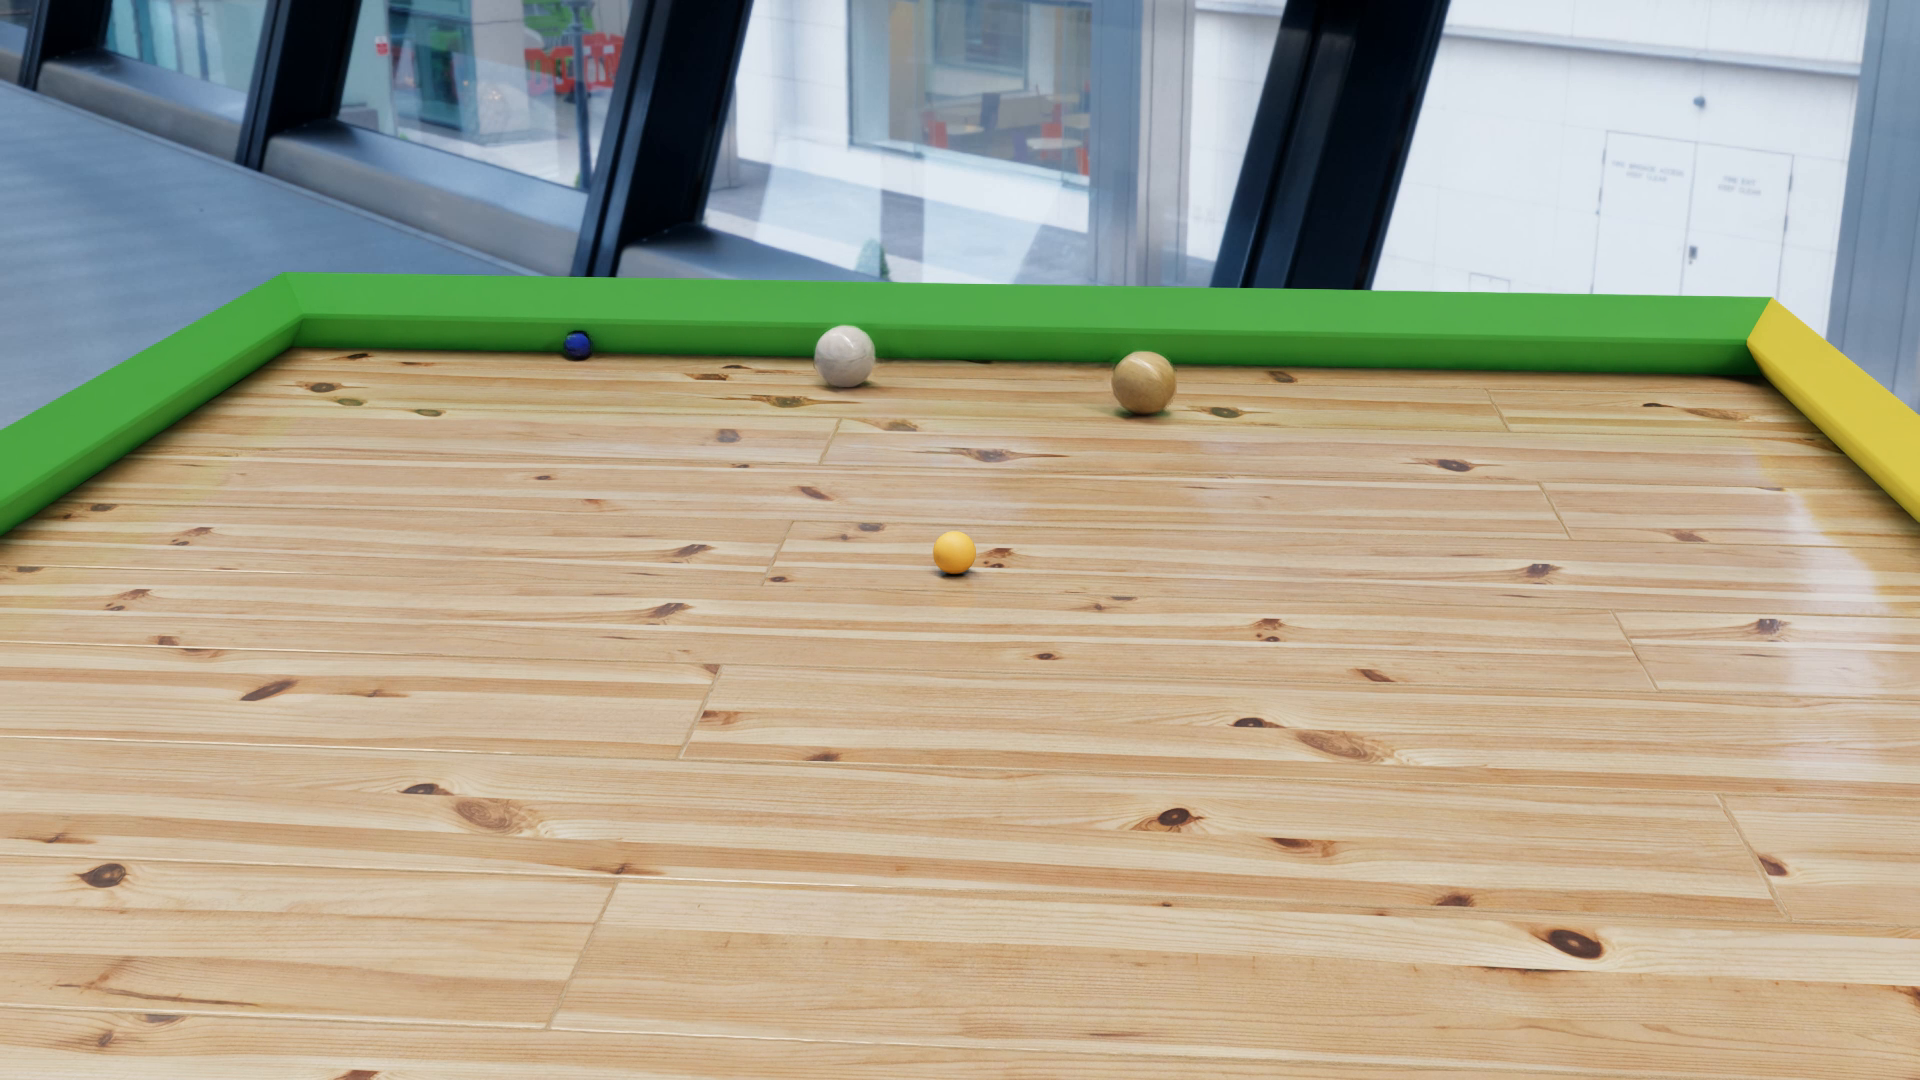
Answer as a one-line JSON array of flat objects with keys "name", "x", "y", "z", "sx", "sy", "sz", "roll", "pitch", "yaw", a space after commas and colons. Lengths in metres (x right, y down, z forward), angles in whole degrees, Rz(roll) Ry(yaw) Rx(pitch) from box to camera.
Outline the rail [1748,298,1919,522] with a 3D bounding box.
[{"name": "rail", "x": 1.123, "y": 0.331, "z": 1.619, "sx": 0.045, "sy": 0.128, "sz": 4.123, "roll": 1, "pitch": 19, "yaw": 4}]

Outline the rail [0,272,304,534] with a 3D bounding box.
[{"name": "rail", "x": -1.286, "y": 0.270, "z": 1.800, "sx": 0.045, "sy": 0.128, "sz": 4.123, "roll": 1, "pitch": 19, "yaw": 4}]

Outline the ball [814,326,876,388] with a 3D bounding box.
[{"name": "ball", "x": -0.182, "y": -0.293, "z": 3.500, "sx": 0.098, "sy": 0.098, "sz": 0.098, "roll": 0, "pitch": 19, "yaw": 0}]

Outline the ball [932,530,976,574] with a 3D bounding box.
[{"name": "ball", "x": -0.007, "y": 0.015, "z": 2.667, "sx": 0.052, "sy": 0.052, "sz": 0.052, "roll": 0, "pitch": 19, "yaw": 0}]

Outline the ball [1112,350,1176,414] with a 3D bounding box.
[{"name": "ball", "x": 0.280, "y": -0.239, "z": 3.344, "sx": 0.098, "sy": 0.098, "sz": 0.098, "roll": 0, "pitch": 19, "yaw": 0}]

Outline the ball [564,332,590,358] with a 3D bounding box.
[{"name": "ball", "x": -0.641, "y": -0.325, "z": 3.680, "sx": 0.044, "sy": 0.044, "sz": 0.044, "roll": 0, "pitch": 19, "yaw": 0}]

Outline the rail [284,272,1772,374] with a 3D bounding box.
[{"name": "rail", "x": 0.080, "y": -0.354, "z": 3.633, "sx": 2.465, "sy": 0.128, "sz": 0.045, "roll": 1, "pitch": 19, "yaw": 4}]
